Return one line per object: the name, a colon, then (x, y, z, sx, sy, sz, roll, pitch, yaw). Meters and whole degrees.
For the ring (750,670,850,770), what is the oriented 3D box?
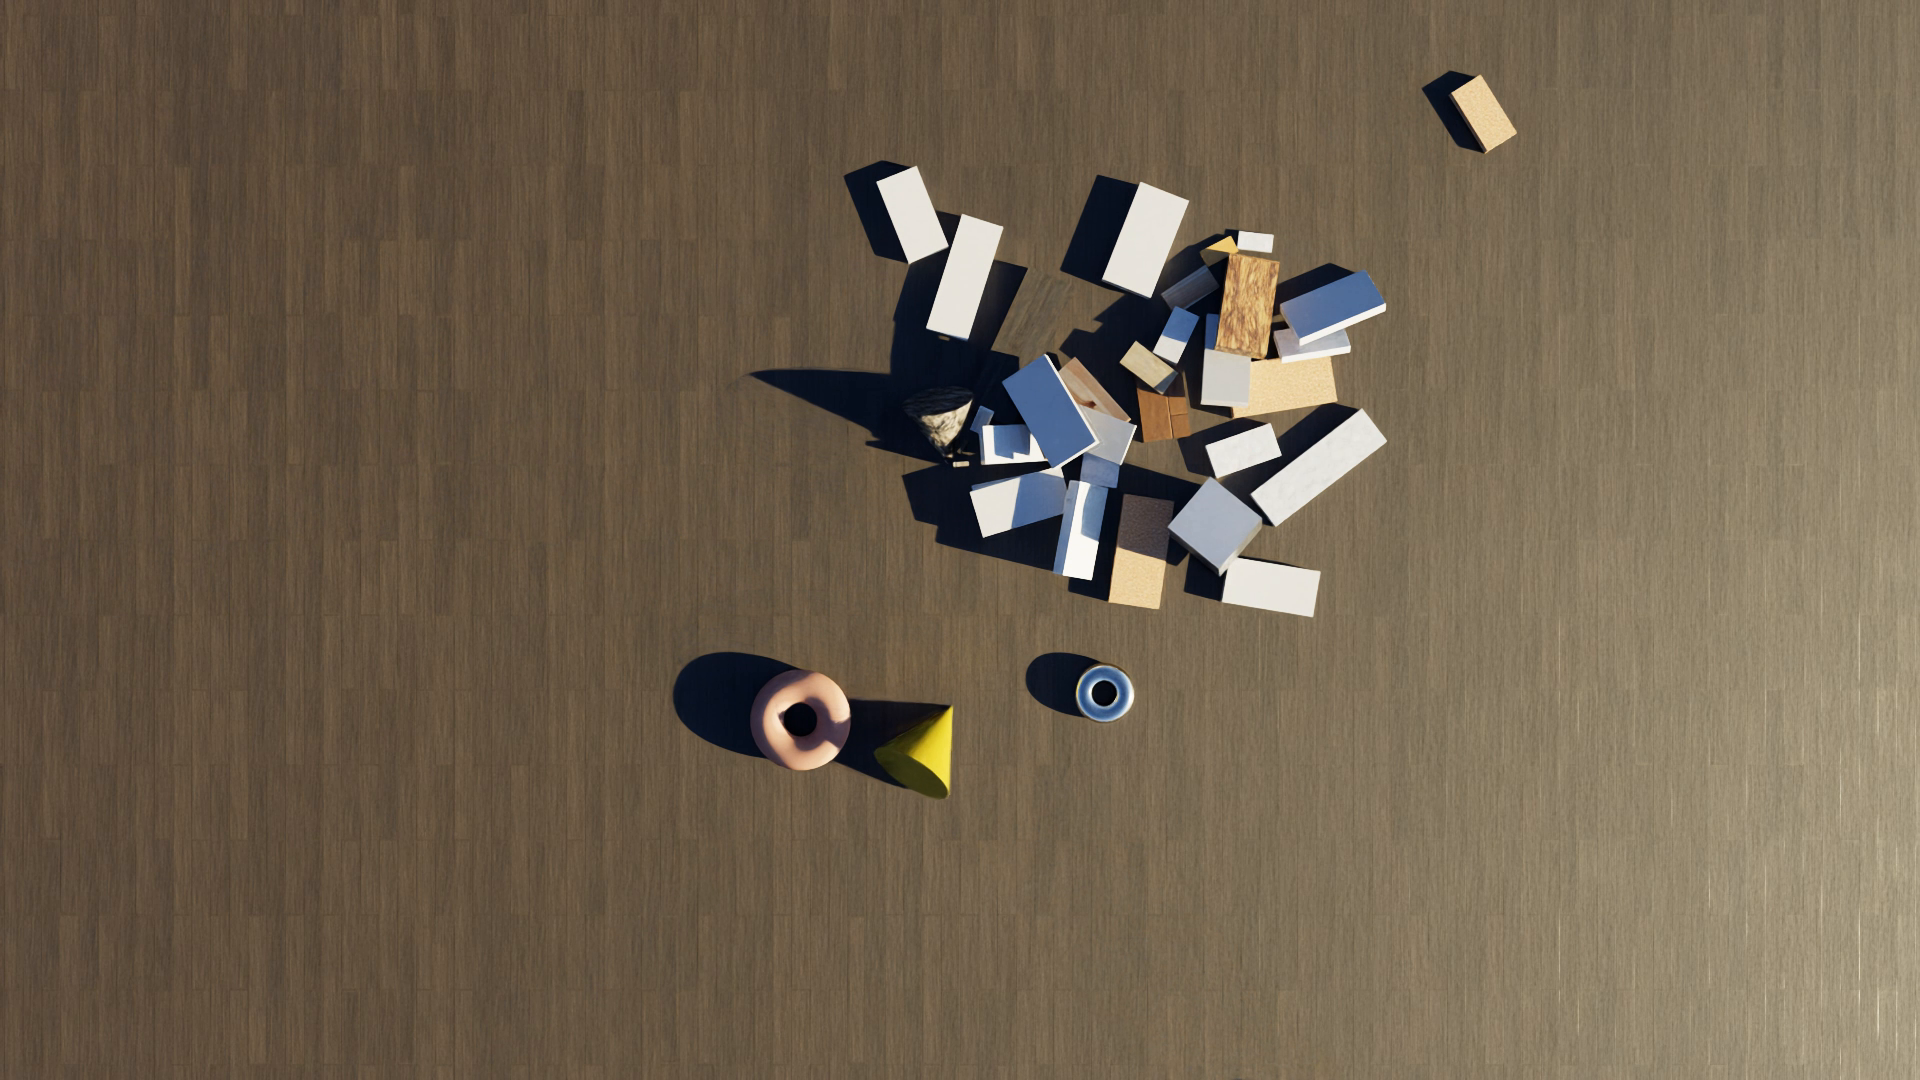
ring: (-0.527, 0.593, 5.445, 0.334, 0.111, 0.334, 0, 89, 1)

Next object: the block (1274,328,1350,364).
block: (1.163, -0.656, 5.455, 0.228, 0.032, 0.114, -9, 56, 0)

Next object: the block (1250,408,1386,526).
block: (1.188, -0.240, 5.481, 0.465, 0.039, 0.137, -37, 90, 0)

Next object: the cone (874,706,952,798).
cone: (-0.093, 0.655, 5.437, 0.279, 0.279, 0.279, 33, 63, 0)

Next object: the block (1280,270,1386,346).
block: (1.230, -0.768, 5.445, 0.304, 0.043, 0.152, -22, 62, 0)

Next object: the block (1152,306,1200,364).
block: (0.713, -0.675, 5.447, 0.088, 0.025, 0.176, 26, 83, 5)

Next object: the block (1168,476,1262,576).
block: (0.831, -0.041, 5.373, 0.213, 0.213, 0.213, 40, 90, 13)

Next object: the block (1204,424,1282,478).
block: (0.940, -0.296, 5.484, 0.228, 0.032, 0.114, -19, 90, 0)

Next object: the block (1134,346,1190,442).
block: (0.666, -0.488, 5.478, 0.155, 0.044, 0.310, -7, 90, 0)

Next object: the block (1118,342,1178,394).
block: (0.623, -0.567, 5.444, 0.176, 0.025, 0.088, 37, 90, 0)

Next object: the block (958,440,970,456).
block: (0.010, -0.306, 5.449, 0.014, 0.102, 0.051, 33, 90, 0)

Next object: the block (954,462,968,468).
block: (0.003, -0.249, 5.449, 0.051, 0.102, 0.014, -3, 90, 0)

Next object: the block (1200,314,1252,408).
block: (0.880, -0.592, 5.433, 0.152, 0.043, 0.304, 5, 74, 4)

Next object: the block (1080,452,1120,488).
block: (0.474, -0.303, 5.482, 0.124, 0.035, 0.248, 7, 90, 0)

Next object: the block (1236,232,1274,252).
block: (0.982, -0.992, 5.492, 0.115, 0.016, 0.058, 7, 90, 0)

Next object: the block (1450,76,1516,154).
block: (1.738, -1.416, 5.484, 0.114, 0.032, 0.228, -32, 90, 0)

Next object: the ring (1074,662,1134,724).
ring: (0.478, 0.508, 5.467, 0.203, 0.068, 0.203, 0, 90, 1)

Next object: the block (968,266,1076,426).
block: (0.200, -0.639, 5.476, 0.172, 0.049, 0.511, 25, 90, 0)

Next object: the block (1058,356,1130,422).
block: (0.421, -0.457, 5.447, 0.137, 0.039, 0.274, -42, 82, 7)

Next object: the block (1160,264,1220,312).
block: (0.765, -0.830, 5.488, 0.176, 0.025, 0.088, -33, 90, 0)

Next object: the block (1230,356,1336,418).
block: (1.063, -0.517, 5.476, 0.344, 0.049, 0.172, -9, 90, 0)

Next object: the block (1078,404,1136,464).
block: (0.425, -0.358, 5.404, 0.274, 0.039, 0.137, 22, 95, 12)

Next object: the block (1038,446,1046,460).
block: (0.288, -0.420, 5.395, 0.142, 0.040, 0.284, -25, 82, 15)

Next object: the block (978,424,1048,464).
block: (0.186, -0.317, 5.435, 0.248, 0.035, 0.124, -4, 90, -23)

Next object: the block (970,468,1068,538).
block: (0.203, -0.127, 5.443, 0.310, 0.044, 0.155, -16, 90, 0)

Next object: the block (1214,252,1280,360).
block: (0.944, -0.771, 5.432, 0.167, 0.047, 0.334, 11, 74, 0)

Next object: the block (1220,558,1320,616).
block: (1.030, 0.155, 5.478, 0.304, 0.043, 0.152, 9, 90, 0)

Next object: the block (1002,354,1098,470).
block: (0.293, -0.415, 5.347, 0.167, 0.047, 0.334, -32, 80, 14)

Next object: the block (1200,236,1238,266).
block: (0.862, -0.960, 5.492, 0.115, 0.016, 0.058, -27, 90, 0)

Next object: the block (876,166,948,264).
block: (-0.157, -1.080, 5.480, 0.142, 0.040, 0.284, -22, 90, 0)

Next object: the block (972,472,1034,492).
block: (0.172, -0.145, 5.482, 0.248, 0.035, 0.124, -12, 90, 0)

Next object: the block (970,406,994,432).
block: (0.073, -0.395, 5.459, 0.051, 0.014, 0.102, 25, 134, 0)

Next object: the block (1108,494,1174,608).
block: (0.601, 0.038, 5.476, 0.167, 0.047, 0.362, 8, 90, 0)

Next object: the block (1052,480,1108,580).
block: (0.397, -0.032, 5.428, 0.044, 0.155, 0.310, 10, 90, 42)

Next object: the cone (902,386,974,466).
cone: (-0.055, -0.351, 5.447, 0.237, 0.237, 0.237, -10, 117, 0)

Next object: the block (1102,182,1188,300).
block: (0.613, -0.992, 5.476, 0.172, 0.049, 0.344, 22, 90, 0)

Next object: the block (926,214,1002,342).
block: (0.015, -0.869, 5.480, 0.142, 0.040, 0.395, 18, 90, 0)
